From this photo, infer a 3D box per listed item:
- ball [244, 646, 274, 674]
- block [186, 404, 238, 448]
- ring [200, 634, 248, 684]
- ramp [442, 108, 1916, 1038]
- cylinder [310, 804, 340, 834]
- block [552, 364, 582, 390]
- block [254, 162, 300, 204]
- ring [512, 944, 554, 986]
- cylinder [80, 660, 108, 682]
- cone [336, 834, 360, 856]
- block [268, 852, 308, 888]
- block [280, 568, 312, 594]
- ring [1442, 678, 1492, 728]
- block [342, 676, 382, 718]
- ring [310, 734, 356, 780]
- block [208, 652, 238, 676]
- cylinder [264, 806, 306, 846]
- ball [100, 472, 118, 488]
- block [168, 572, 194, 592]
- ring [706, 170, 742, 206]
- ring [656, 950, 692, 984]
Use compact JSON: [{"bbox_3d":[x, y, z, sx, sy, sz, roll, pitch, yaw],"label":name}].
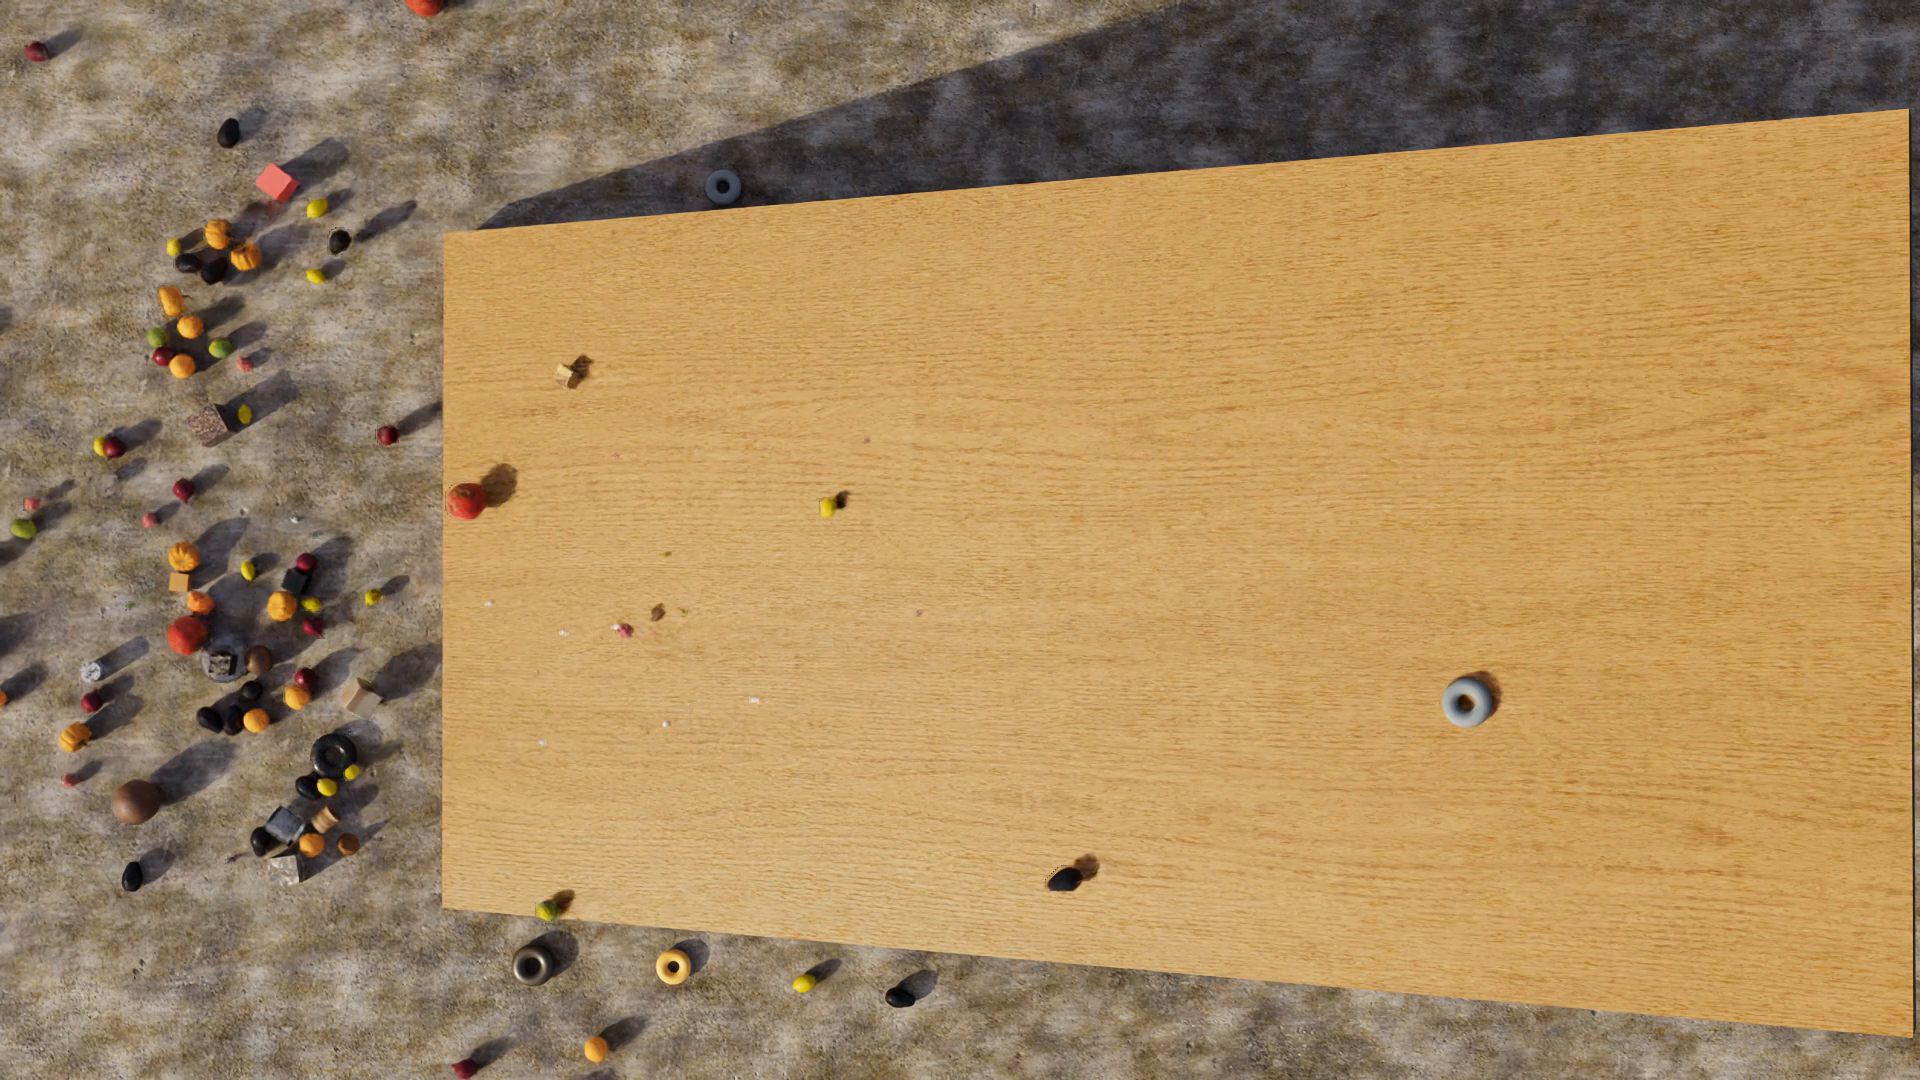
[{"bbox_3d":[-2.091,0.358,6.562,0.086,0.086,0.086,0,89,0],"label":"ball"},{"bbox_3d":[-2.233,-0.341,6.565,0.094,0.094,0.094,-30,89,0],"label":"block"},{"bbox_3d":[-2.200,0.355,6.580,0.147,0.049,0.147,0,88,-1],"label":"ring"},{"bbox_3d":[0.280,0.080,5.671,4.000,0.100,2.000,0,89,26],"label":"ramp"},{"bbox_3d":[-1.894,0.834,6.568,0.063,0.063,0.063,-38,90,0],"label":"cylinder"},{"bbox_3d":[-1.121,-0.468,6.291,0.051,0.051,0.051,34,104,23],"label":"block"},{"bbox_3d":[-2.043,-1.067,6.580,0.080,0.080,0.080,37,90,0],"label":"block"},{"bbox_3d":[-1.276,1.271,6.573,0.129,0.043,0.129,0,89,1],"label":"ring"},{"bbox_3d":[-2.588,0.393,6.573,0.062,0.062,0.062,0,89,0],"label":"cylinder"},{"bbox_3d":[-1.837,0.914,6.564,0.069,0.069,0.069,0,89,0],"label":"cone"},{"bbox_3d":[-2.005,0.982,6.555,0.084,0.084,0.084,-8,89,0],"label":"block"},{"bbox_3d":[-1.984,0.125,6.577,0.060,0.060,0.060,23,89,0],"label":"block"},{"bbox_3d":[1.185,0.380,5.139,0.118,0.039,0.118,-1,88,28],"label":"ring"},{"bbox_3d":[-1.780,0.470,6.546,0.079,0.079,0.079,32,96,-32],"label":"block"},{"bbox_3d":[-1.874,0.647,6.579,0.139,0.046,0.139,0,90,-1],"label":"ring"},{"bbox_3d":[-2.187,0.367,6.526,0.060,0.060,0.060,9,88,1],"label":"block"},{"bbox_3d":[-2.013,0.854,6.555,0.088,0.088,0.088,34,89,0],"label":"cylinder"},{"bbox_3d":[-2.547,-0.179,6.585,0.050,0.050,0.050,0,89,0],"label":"ball"},{"bbox_3d":[-2.328,0.127,6.580,0.053,0.053,0.053,7,89,0],"label":"block"},{"bbox_3d":[-0.711,-1.059,6.602,0.110,0.037,0.110,0,90,-1],"label":"ring"},{"bbox_3d":[-0.856,1.276,6.577,0.105,0.035,0.105,0,89,-1],"label":"ring"}]
